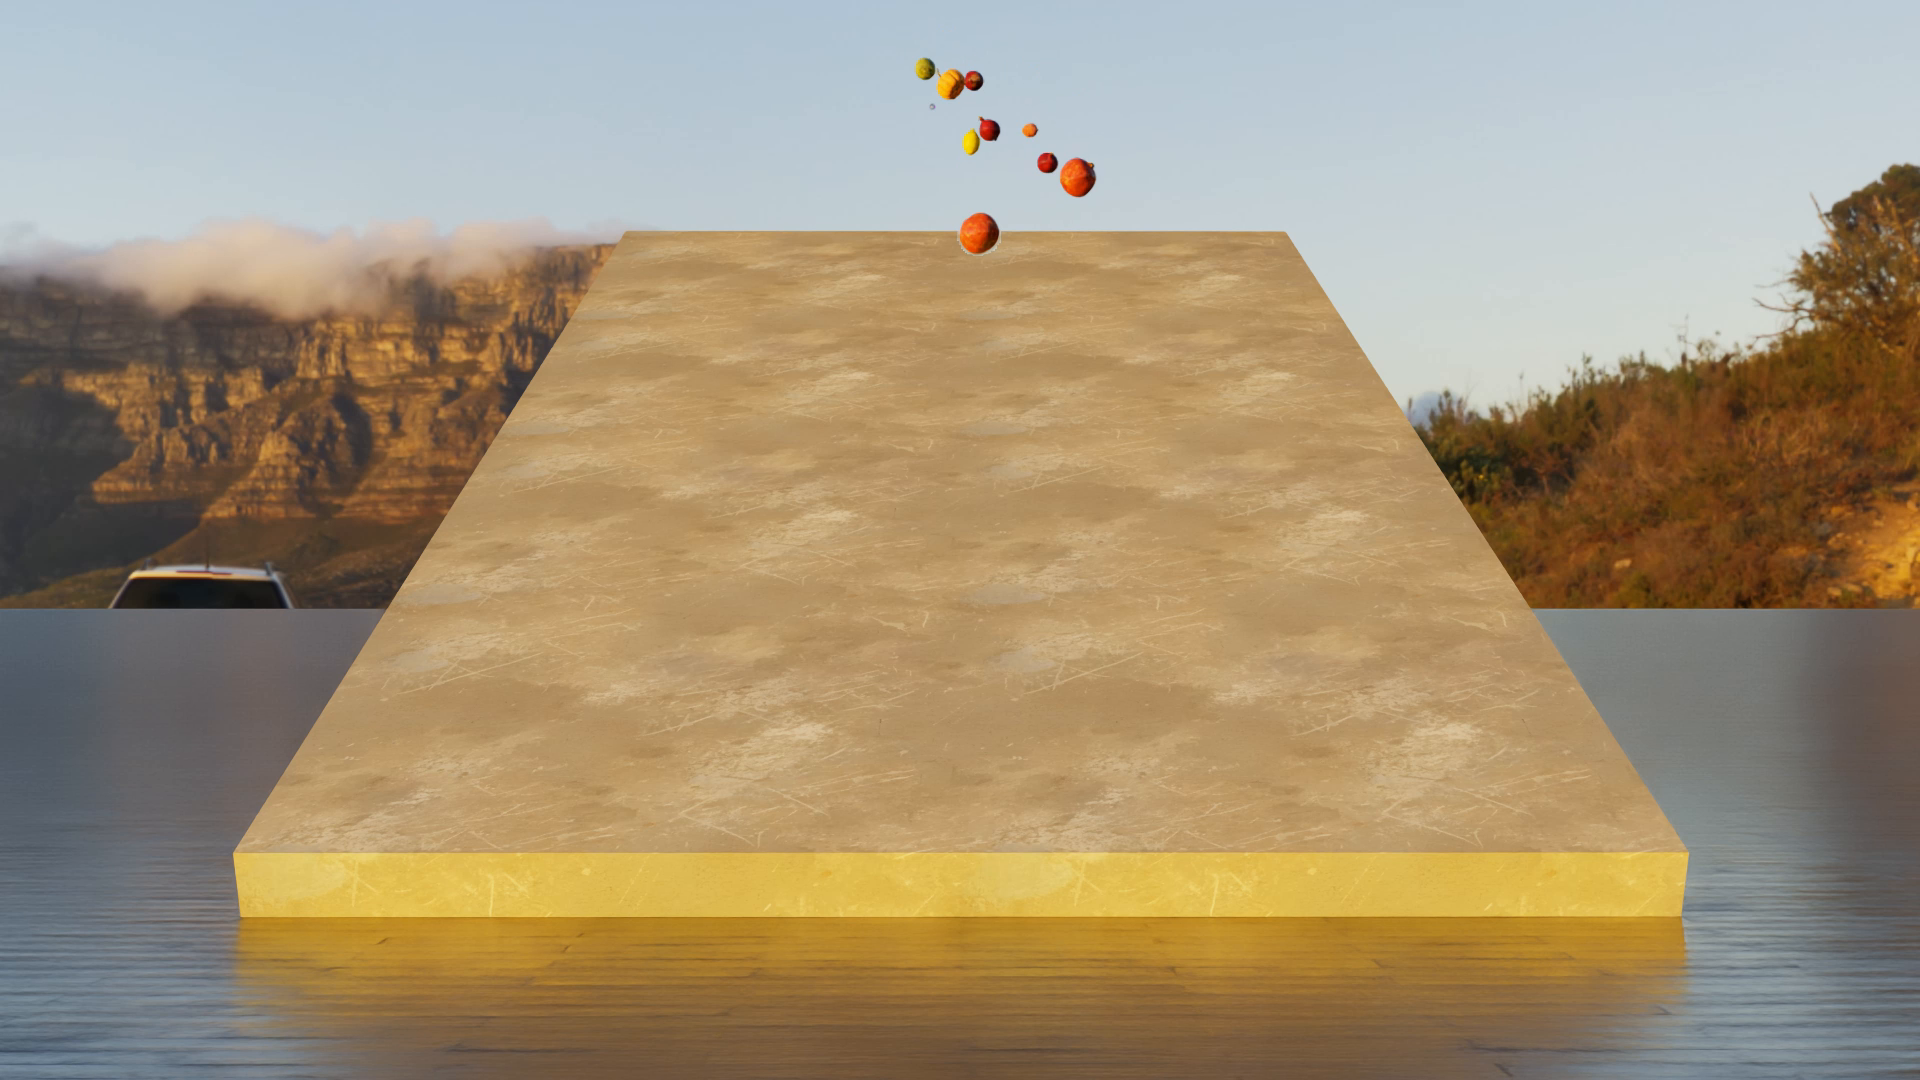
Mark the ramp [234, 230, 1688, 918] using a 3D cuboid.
[{"bbox_3d":[-0.005,-0.207,5.010,2.000,0.100,4.000,0,20,0],"label":"ramp"}]
